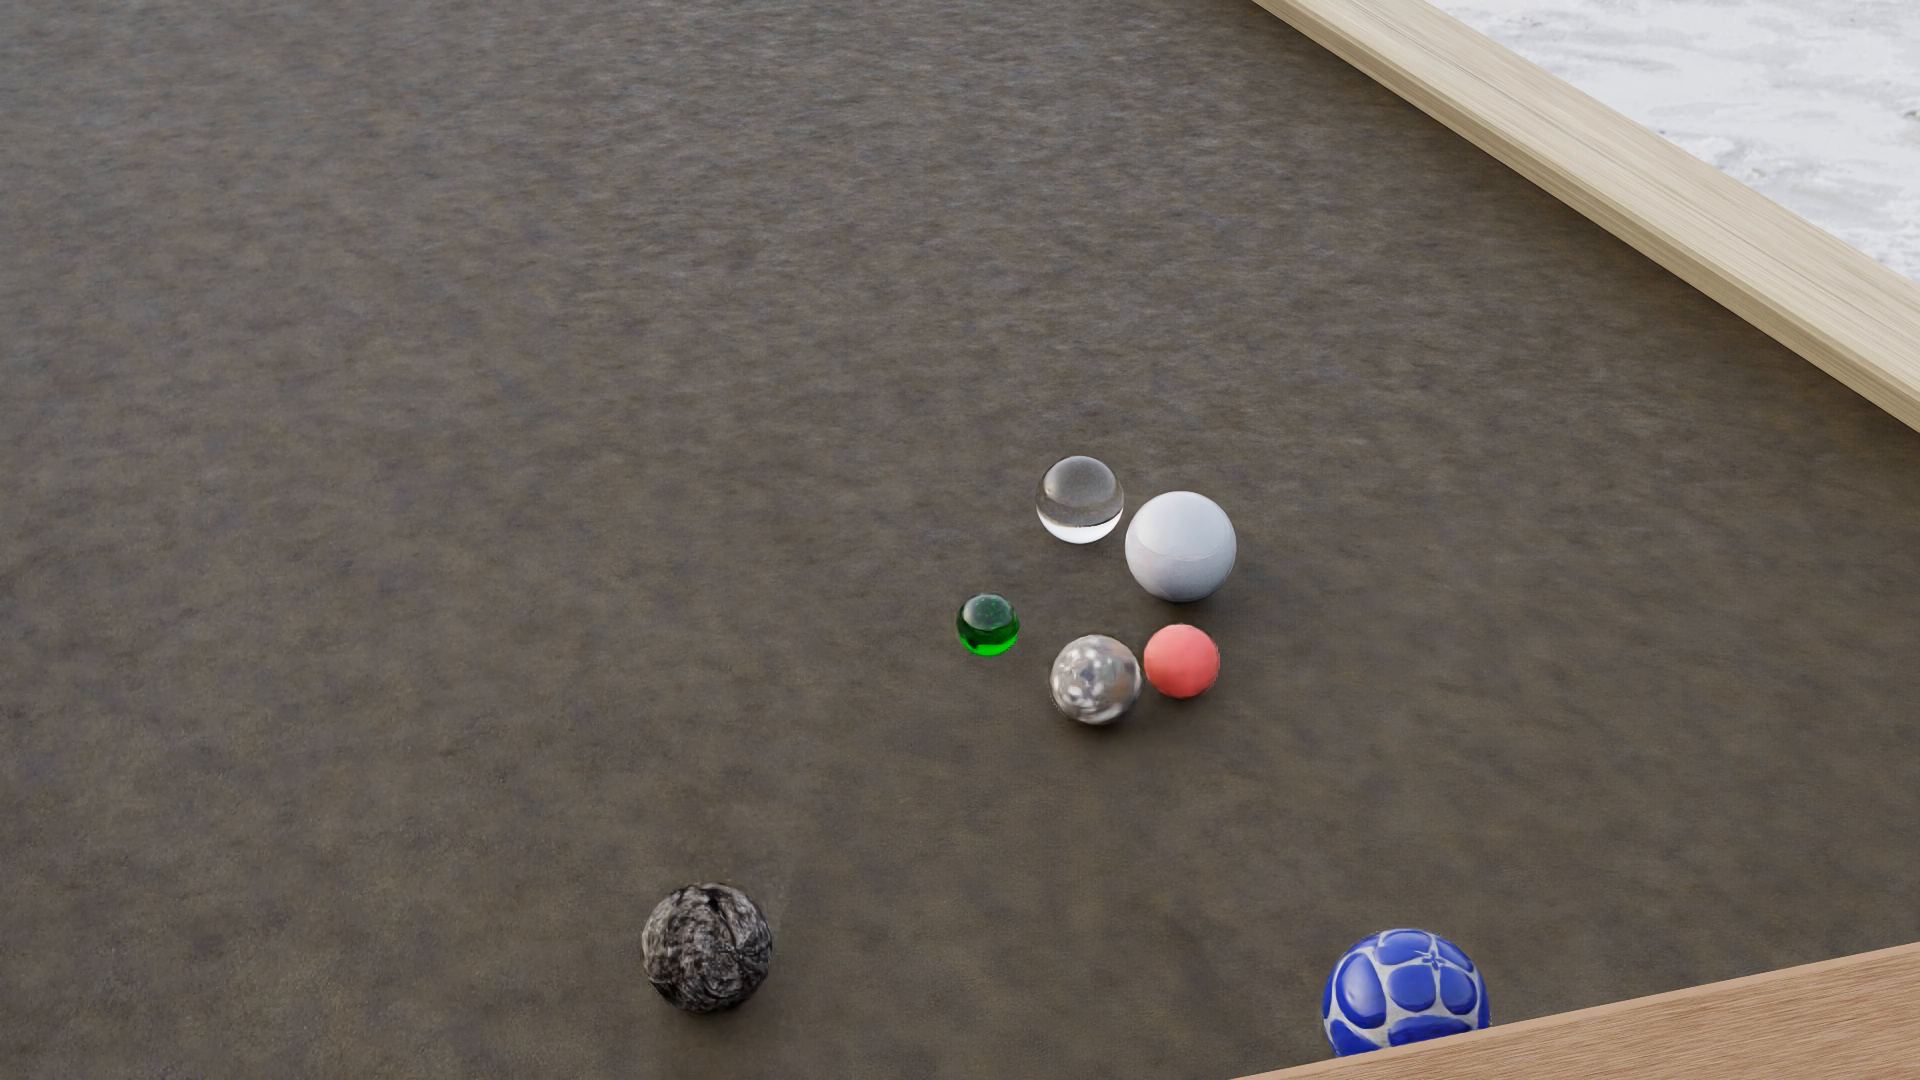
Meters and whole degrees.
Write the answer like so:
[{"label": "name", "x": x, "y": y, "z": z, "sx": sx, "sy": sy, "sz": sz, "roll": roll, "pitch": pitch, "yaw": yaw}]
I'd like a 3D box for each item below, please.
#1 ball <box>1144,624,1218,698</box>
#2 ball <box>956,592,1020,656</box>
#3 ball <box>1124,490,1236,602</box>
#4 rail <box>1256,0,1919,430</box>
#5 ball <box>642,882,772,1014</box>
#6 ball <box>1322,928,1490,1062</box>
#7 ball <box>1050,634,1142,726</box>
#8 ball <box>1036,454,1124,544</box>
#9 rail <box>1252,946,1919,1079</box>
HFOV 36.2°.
[{"label": "ball", "x": 0.140, "y": 0.077, "z": 1.872, "sx": 0.047, "sy": 0.047, "sz": 0.047, "roll": 0, "pitch": 26, "yaw": 0}, {"label": "ball", "x": 0.018, "y": 0.055, "z": 1.924, "sx": 0.041, "sy": 0.041, "sz": 0.041, "roll": 0, "pitch": 26, "yaw": 0}, {"label": "ball", "x": 0.149, "y": 0.005, "z": 1.990, "sx": 0.076, "sy": 0.076, "sz": 0.076, "roll": 0, "pitch": 26, "yaw": 0}, {"label": "rail", "x": 0.492, "y": -0.428, "z": 2.848, "sx": 0.045, "sy": 0.109, "sz": 2.940, "roll": -8, "pitch": 27, "yaw": -16}, {"label": "ball", "x": -0.134, "y": 0.216, "z": 1.558, "sx": 0.069, "sy": 0.069, "sz": 0.069, "roll": 0, "pitch": 26, "yaw": 0}, {"label": "ball", "x": 0.226, "y": 0.240, "z": 1.492, "sx": 0.084, "sy": 0.084, "sz": 0.084, "roll": 0, "pitch": 26, "yaw": 0}, {"label": "ball", "x": 0.085, "y": 0.088, "z": 1.839, "sx": 0.057, "sy": 0.057, "sz": 0.057, "roll": 0, "pitch": 26, "yaw": 0}, {"label": "ball", "x": 0.084, "y": -0.029, "z": 2.074, "sx": 0.063, "sy": 0.063, "sz": 0.063, "roll": 0, "pitch": 26, "yaw": 0}, {"label": "rail", "x": 0.220, "y": 0.270, "z": 1.398, "sx": 1.560, "sy": 0.109, "sz": 0.045, "roll": -8, "pitch": 27, "yaw": -16}]
